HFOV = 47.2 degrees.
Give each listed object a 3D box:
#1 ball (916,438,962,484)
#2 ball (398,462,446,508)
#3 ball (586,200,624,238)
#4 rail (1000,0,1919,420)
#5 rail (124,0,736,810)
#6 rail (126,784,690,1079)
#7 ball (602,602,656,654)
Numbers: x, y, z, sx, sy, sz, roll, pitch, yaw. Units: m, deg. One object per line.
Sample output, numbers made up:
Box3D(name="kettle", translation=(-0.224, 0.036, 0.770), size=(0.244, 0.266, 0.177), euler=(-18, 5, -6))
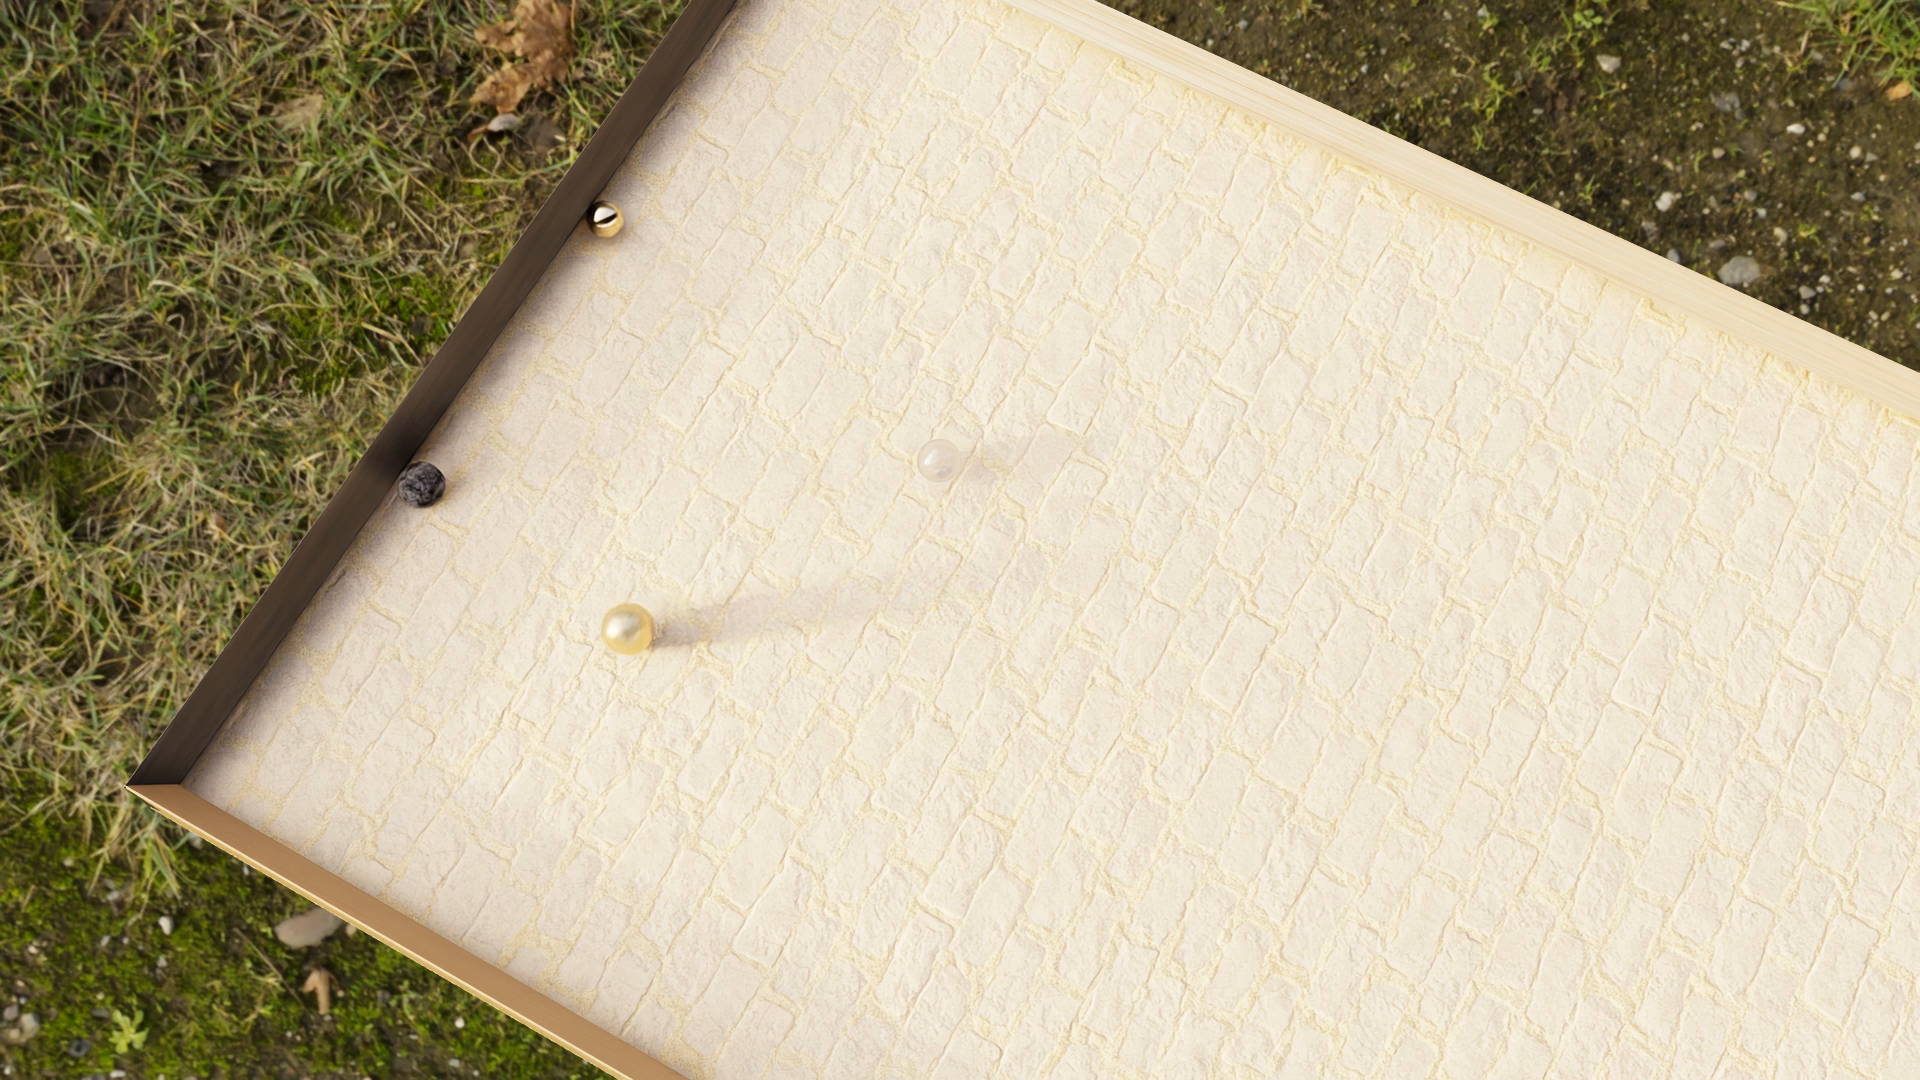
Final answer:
Box3D(name="ball", translation=(-0.033, -0.127, 3.552), size=(0.073, 0.073, 0.073), euler=(0, 67, 0))
Box3D(name="ball", translation=(-0.865, -0.089, 3.535), size=(0.073, 0.073, 0.073), euler=(0, 67, 0))
Box3D(name="ball", translation=(-0.602, -0.544, 3.730), size=(0.063, 0.063, 0.063), euler=(0, 67, 0))
Box3D(name="rail", translation=(1.233, -0.382, 3.638), size=(3.536, 0.107, 0.045), euler=(27, 70, 11))
Box3D(name="rail", translation=(-0.753, -0.391, 3.641), size=(0.045, 0.107, 1.948), euler=(27, 70, 11))
Box3D(name="rail", translation=(0.315, 1.156, 3.000), size=(3.536, 0.107, 0.045), euler=(27, 70, 11))
Box3D(name="ball", translation=(-0.517, 0.138, 3.437), size=(0.082, 0.082, 0.082), euler=(0, 67, 0))
